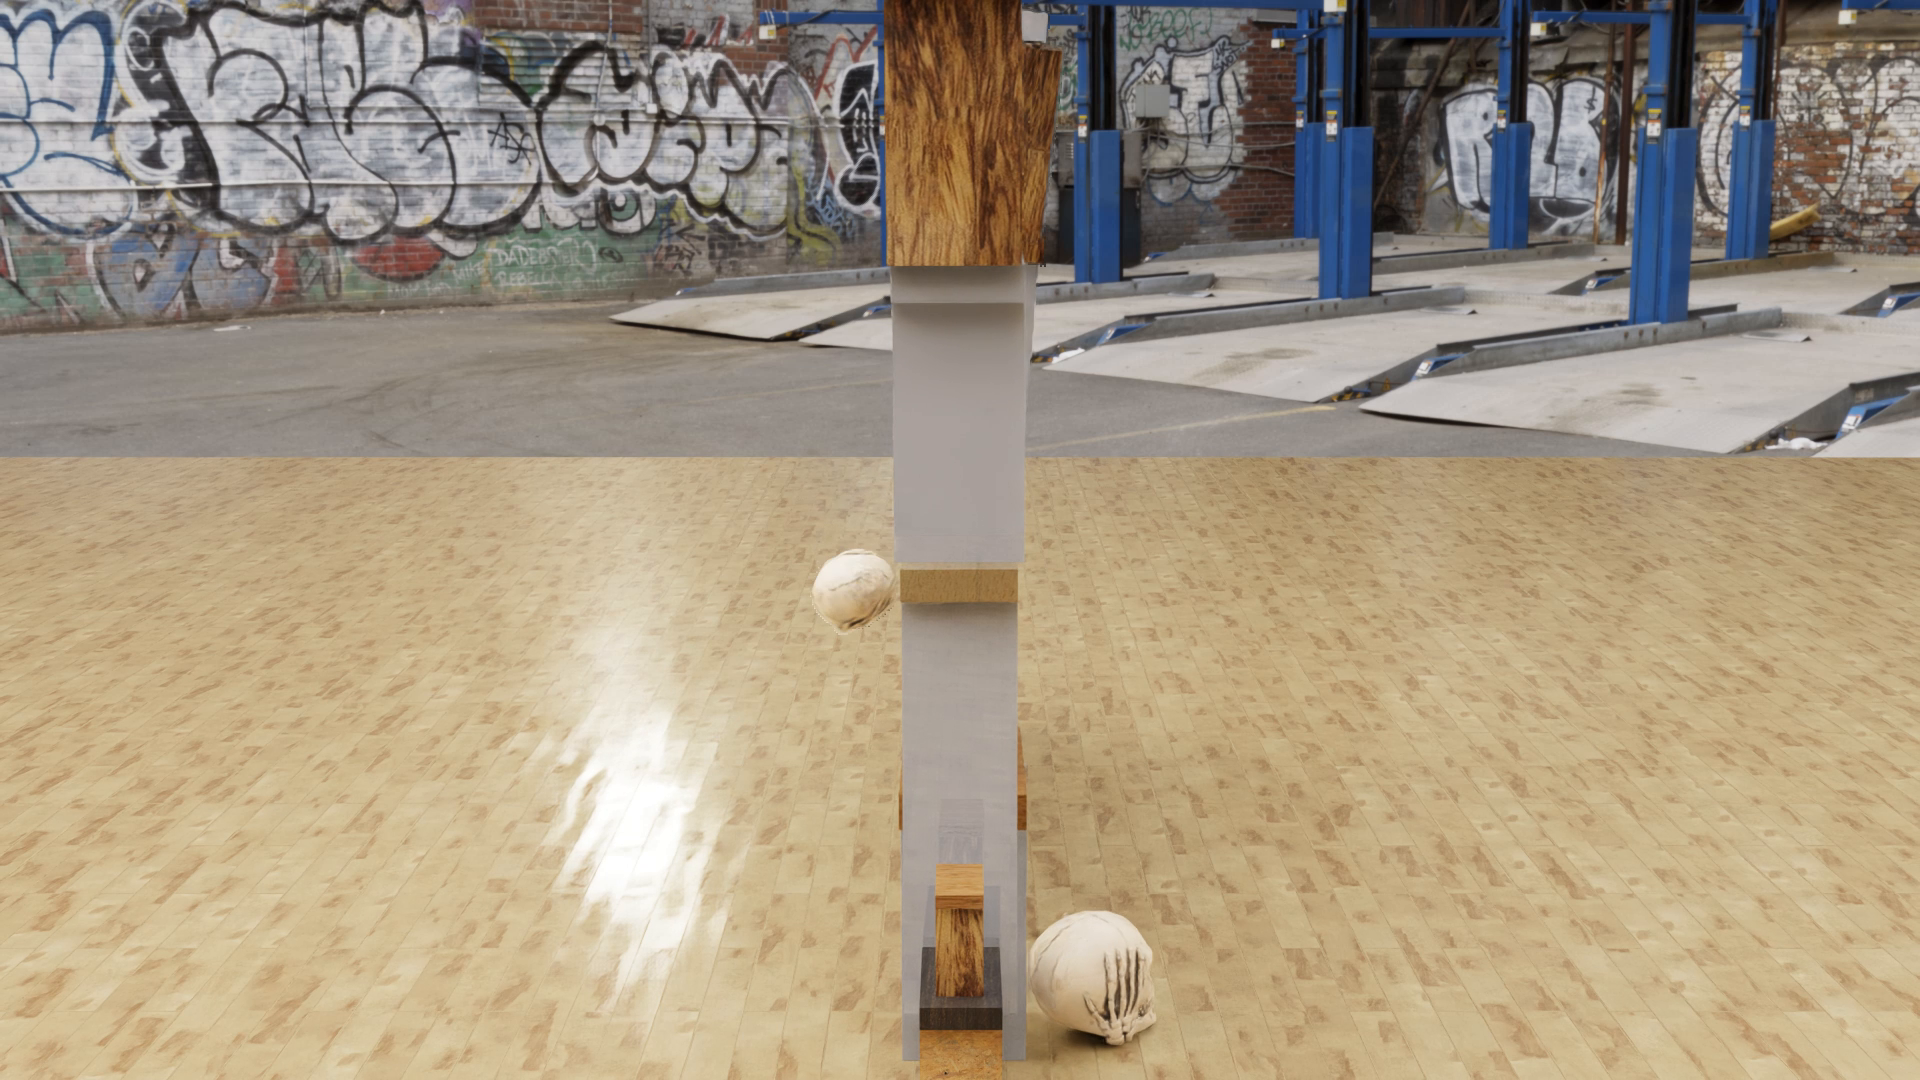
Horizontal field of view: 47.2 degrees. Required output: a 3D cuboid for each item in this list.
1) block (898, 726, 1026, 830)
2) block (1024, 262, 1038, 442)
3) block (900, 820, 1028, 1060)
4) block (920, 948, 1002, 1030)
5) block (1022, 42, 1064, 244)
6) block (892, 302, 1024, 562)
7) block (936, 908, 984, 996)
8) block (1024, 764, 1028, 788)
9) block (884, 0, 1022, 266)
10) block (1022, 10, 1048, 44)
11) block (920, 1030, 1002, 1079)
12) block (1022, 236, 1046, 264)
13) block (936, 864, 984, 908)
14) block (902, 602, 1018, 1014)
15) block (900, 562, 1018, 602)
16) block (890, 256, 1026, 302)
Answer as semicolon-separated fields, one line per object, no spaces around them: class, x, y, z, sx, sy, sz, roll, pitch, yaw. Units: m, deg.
block;0.004;0.330;3.079;0.170;0.048;0.339;0;11;0
block;0.046;-0.348;4.107;0.174;0.348;0.049;4;-2;1
block;0.005;0.541;3.002;0.170;0.339;0.048;0;10;0
block;0.001;0.552;2.714;0.099;0.028;0.198;0;11;0
block;0.080;-0.723;3.978;0.174;0.347;0.049;8;21;4
block;-0.001;-0.137;2.748;0.163;0.327;0.046;0;10;1
block;-0.001;0.492;2.645;0.058;0.115;0.016;0;11;0
block;0.011;0.496;3.246;0.170;0.339;0.048;2;11;9
block;-0.008;-0.491;2.622;0.161;0.322;0.046;0;11;1
block;0.062;-0.940;4.023;0.174;0.049;0.347;5;11;-3
block;0.001;0.675;2.669;0.099;0.198;0.028;0;11;0
block;0.051;-0.570;4.227;0.174;0.049;0.348;4;9;-7
block;-0.001;0.420;2.671;0.058;0.016;0.115;0;11;0
block;0.000;0.339;2.814;0.145;0.550;0.041;0;10;1
block;0.001;0.030;2.856;0.145;0.041;0.291;0;10;1
block;0.000;-0.340;2.822;0.163;0.046;0.327;0;10;1
